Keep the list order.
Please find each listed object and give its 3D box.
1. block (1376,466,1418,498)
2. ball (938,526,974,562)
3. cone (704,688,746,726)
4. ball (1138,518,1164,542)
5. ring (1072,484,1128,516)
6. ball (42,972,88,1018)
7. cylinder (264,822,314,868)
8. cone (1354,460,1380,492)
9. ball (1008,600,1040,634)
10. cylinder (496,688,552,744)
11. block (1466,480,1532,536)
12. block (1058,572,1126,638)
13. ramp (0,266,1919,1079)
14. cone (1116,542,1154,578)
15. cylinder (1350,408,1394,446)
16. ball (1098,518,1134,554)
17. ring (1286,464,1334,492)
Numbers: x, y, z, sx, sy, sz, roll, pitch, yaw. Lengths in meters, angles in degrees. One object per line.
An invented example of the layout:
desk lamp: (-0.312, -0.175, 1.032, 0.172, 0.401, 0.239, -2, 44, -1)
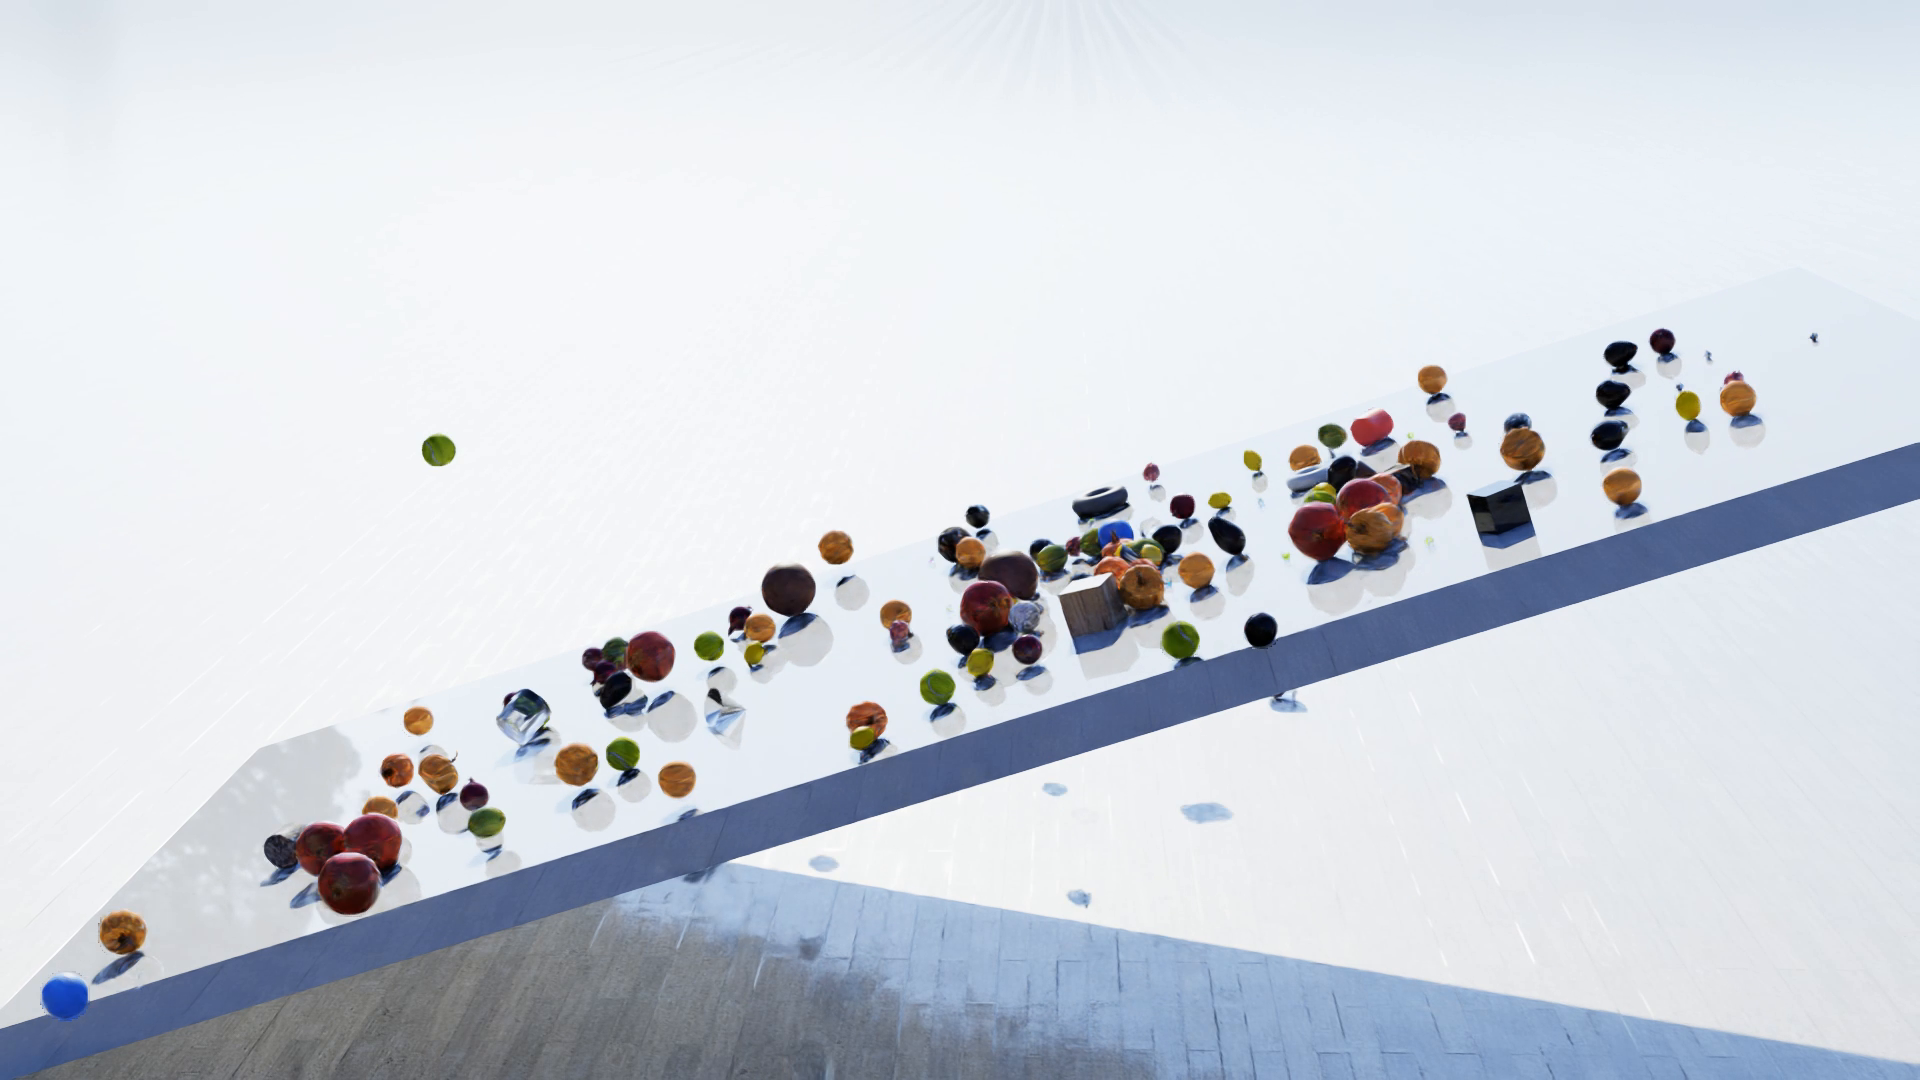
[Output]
block: (0.904, -0.121, 6.081, 0.053, 0.053, 0.053, -24, 12, -27)
ball: (-0.011, 0.010, 6.880, 0.084, 0.084, 0.084, 0, 12, 0)
cone: (-0.475, 0.347, 6.072, 0.080, 0.080, 0.080, 6, 7, -31)
ball: (0.416, -0.022, 6.395, 0.055, 0.055, 0.055, 0, 12, 0)
ring: (0.330, -0.093, 6.937, 0.137, 0.046, 0.137, -17, 11, 3)
ball: (-1.657, 0.843, 5.446, 0.083, 0.083, 0.083, 0, 12, 0)
cylinder: (-1.384, 0.629, 6.067, 0.074, 0.074, 0.074, 3, 17, 16)
cone: (0.876, -0.130, 6.230, 0.072, 0.072, 0.072, 11, 14, 10)
ball: (0.130, 0.156, 5.940, 0.066, 0.066, 0.066, 0, 12, 0)
cylinder: (-0.961, 0.388, 6.468, 0.088, 0.088, 0.088, 10, 51, 40)
block: (1.012, -0.061, 5.522, 0.077, 0.077, 0.077, -21, 11, -15)
block: (0.261, 0.128, 5.792, 0.090, 0.090, 0.090, -13, 12, 25)
ramp: (0.102, 0.182, 6.309, 4.000, 0.100, 2.000, -17, 10, 5)
cone: (0.372, 0.052, 6.147, 0.080, 0.080, 0.080, 12, 12, 0)
cylinder: (0.935, -0.256, 6.673, 0.069, 0.069, 0.069, 11, 27, 42)
ball: (0.339, -0.009, 6.394, 0.079, 0.079, 0.079, 0, 12, 0)
ring: (0.766, -0.136, 6.437, 0.109, 0.036, 0.109, -18, 9, 3)
